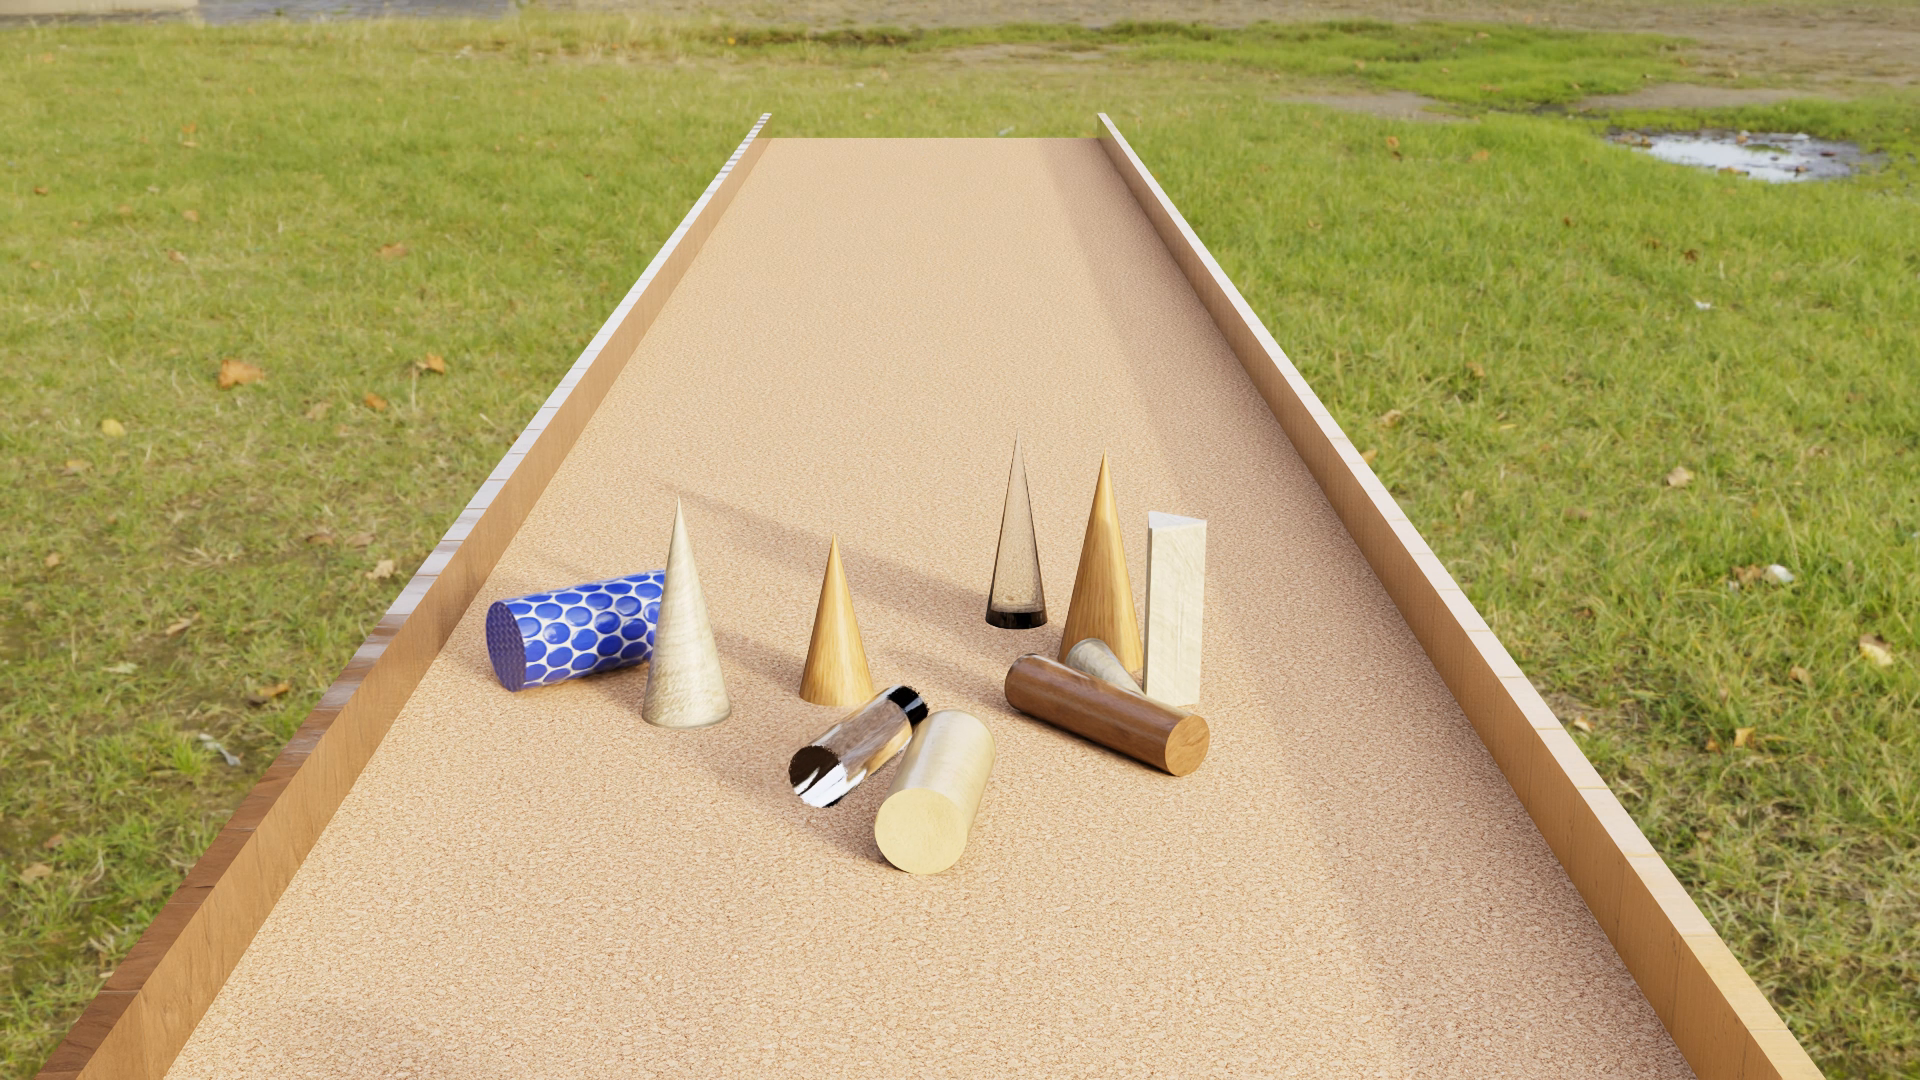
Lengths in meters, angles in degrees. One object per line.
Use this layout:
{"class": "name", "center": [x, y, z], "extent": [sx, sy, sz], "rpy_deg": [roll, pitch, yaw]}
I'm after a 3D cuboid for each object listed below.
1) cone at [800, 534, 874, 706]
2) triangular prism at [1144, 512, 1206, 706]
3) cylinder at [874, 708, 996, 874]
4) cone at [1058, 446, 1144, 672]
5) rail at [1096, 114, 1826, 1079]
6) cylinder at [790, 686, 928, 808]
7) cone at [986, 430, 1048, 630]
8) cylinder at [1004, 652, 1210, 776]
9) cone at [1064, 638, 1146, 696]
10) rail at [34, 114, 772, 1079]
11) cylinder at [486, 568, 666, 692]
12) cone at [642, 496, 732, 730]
{"class": "cone", "center": [-0.237, 0.139, 4.190], "extent": [0.145, 0.325, 0.145], "rpy_deg": [0, 17, 0]}
{"class": "triangular prism", "center": [0.381, 0.130, 4.160], "extent": [0.121, 0.357, 0.105], "rpy_deg": [-7, 18, -25]}
{"class": "cylinder", "center": [-0.036, 0.407, 3.601], "extent": [0.147, 0.147, 0.346], "rpy_deg": [2, 17, 8]}
{"class": "cone", "center": [0.283, 0.029, 4.352], "extent": [0.173, 0.442, 0.173], "rpy_deg": [0, 17, 0]}
{"class": "rail", "center": [0.932, -0.844, 7.801], "extent": [0.050, 0.150, 12.000], "rpy_deg": [0, 17, -1]}
{"class": "cylinder", "center": [-0.173, 0.356, 3.835], "extent": [0.110, 0.110, 0.321], "rpy_deg": [7, 18, 23]}
{"class": "cone", "center": [0.120, -0.036, 4.600], "extent": [0.134, 0.426, 0.134], "rpy_deg": [0, 17, 0]}
{"class": "cylinder", "center": [0.261, 0.312, 3.983], "extent": [0.111, 0.111, 0.422], "rpy_deg": [-13, 21, -38]}
{"class": "cone", "center": [0.331, 0.310, 4.097], "extent": [0.100, 0.100, 0.399], "rpy_deg": [-8, 25, -24]}
{"class": "rail", "center": [-1.118, -0.838, 7.780], "extent": [0.050, 0.150, 12.000], "rpy_deg": [0, 17, -1]}
{"class": "cylinder", "center": [-0.725, 0.175, 4.324], "extent": [0.365, 0.179, 0.179], "rpy_deg": [-12, 20, -35]}
{"class": "cone", "center": [-0.513, 0.121, 4.071], "extent": [0.169, 0.426, 0.169], "rpy_deg": [0, 17, 0]}
